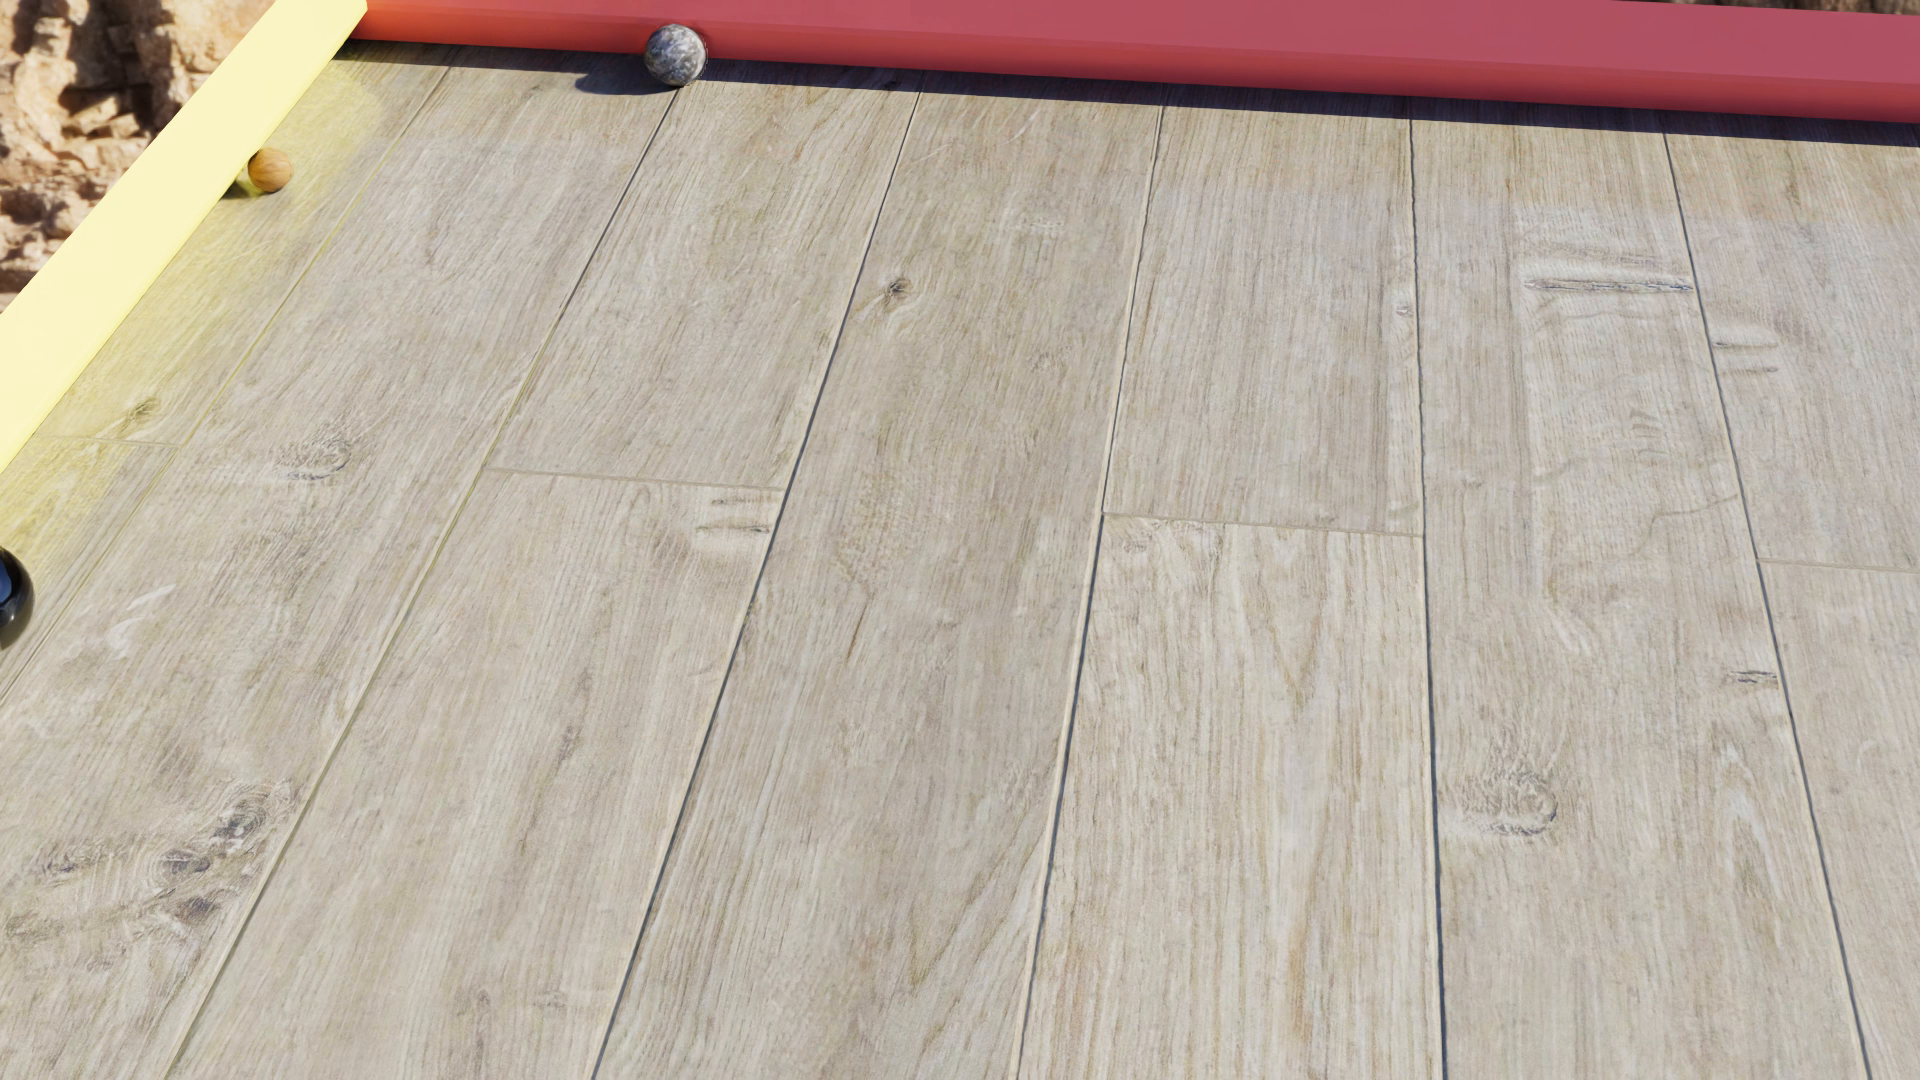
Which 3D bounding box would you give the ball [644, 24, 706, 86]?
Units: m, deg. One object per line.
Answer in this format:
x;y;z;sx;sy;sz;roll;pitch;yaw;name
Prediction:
-0.294;-0.500;2.647;0.062;0.062;0.062;0;35;0;ball

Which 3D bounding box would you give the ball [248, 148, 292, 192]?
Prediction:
-0.661;-0.354;2.454;0.041;0.041;0.041;0;35;0;ball

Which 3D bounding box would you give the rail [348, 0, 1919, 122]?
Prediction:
0.889;-0.460;2.543;3.131;0.113;0.045;4;35;6;rail

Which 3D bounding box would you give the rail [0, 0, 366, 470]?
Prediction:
-0.753;-0.076;1.989;0.045;0.113;1.806;4;35;6;rail

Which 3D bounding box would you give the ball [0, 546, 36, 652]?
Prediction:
-0.710;0.043;1.841;0.087;0.087;0.087;0;35;0;ball
